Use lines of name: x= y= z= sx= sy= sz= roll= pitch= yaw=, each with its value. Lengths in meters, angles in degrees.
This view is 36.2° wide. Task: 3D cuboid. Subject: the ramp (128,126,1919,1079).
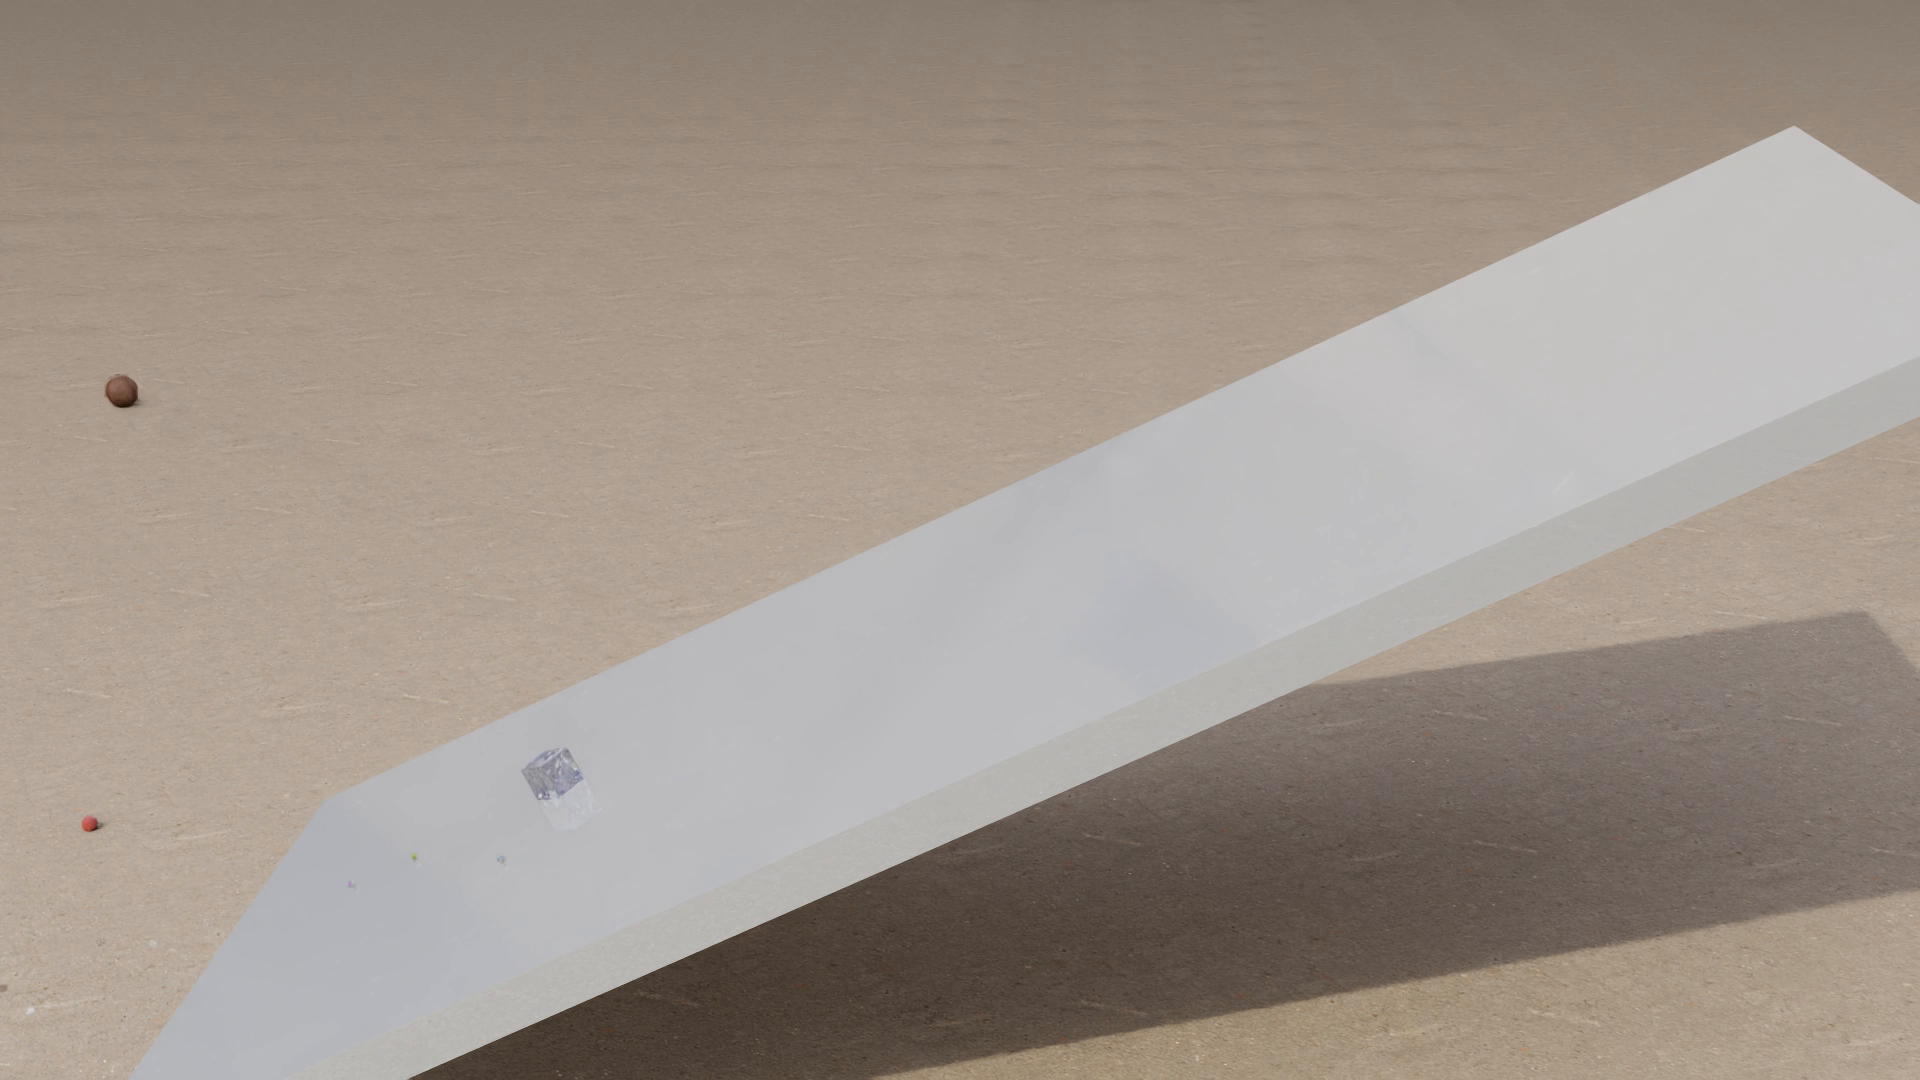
ramp: x=0.137 y=0.168 z=6.281 sx=4.000 sy=0.100 sz=2.000 roll=-25 pitch=13 yaw=9

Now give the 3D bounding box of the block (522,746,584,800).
block: x=-0.907 y=0.521 z=6.546 sx=0.082 sy=0.082 sz=0.082 roll=-13 pitch=19 yaw=45
